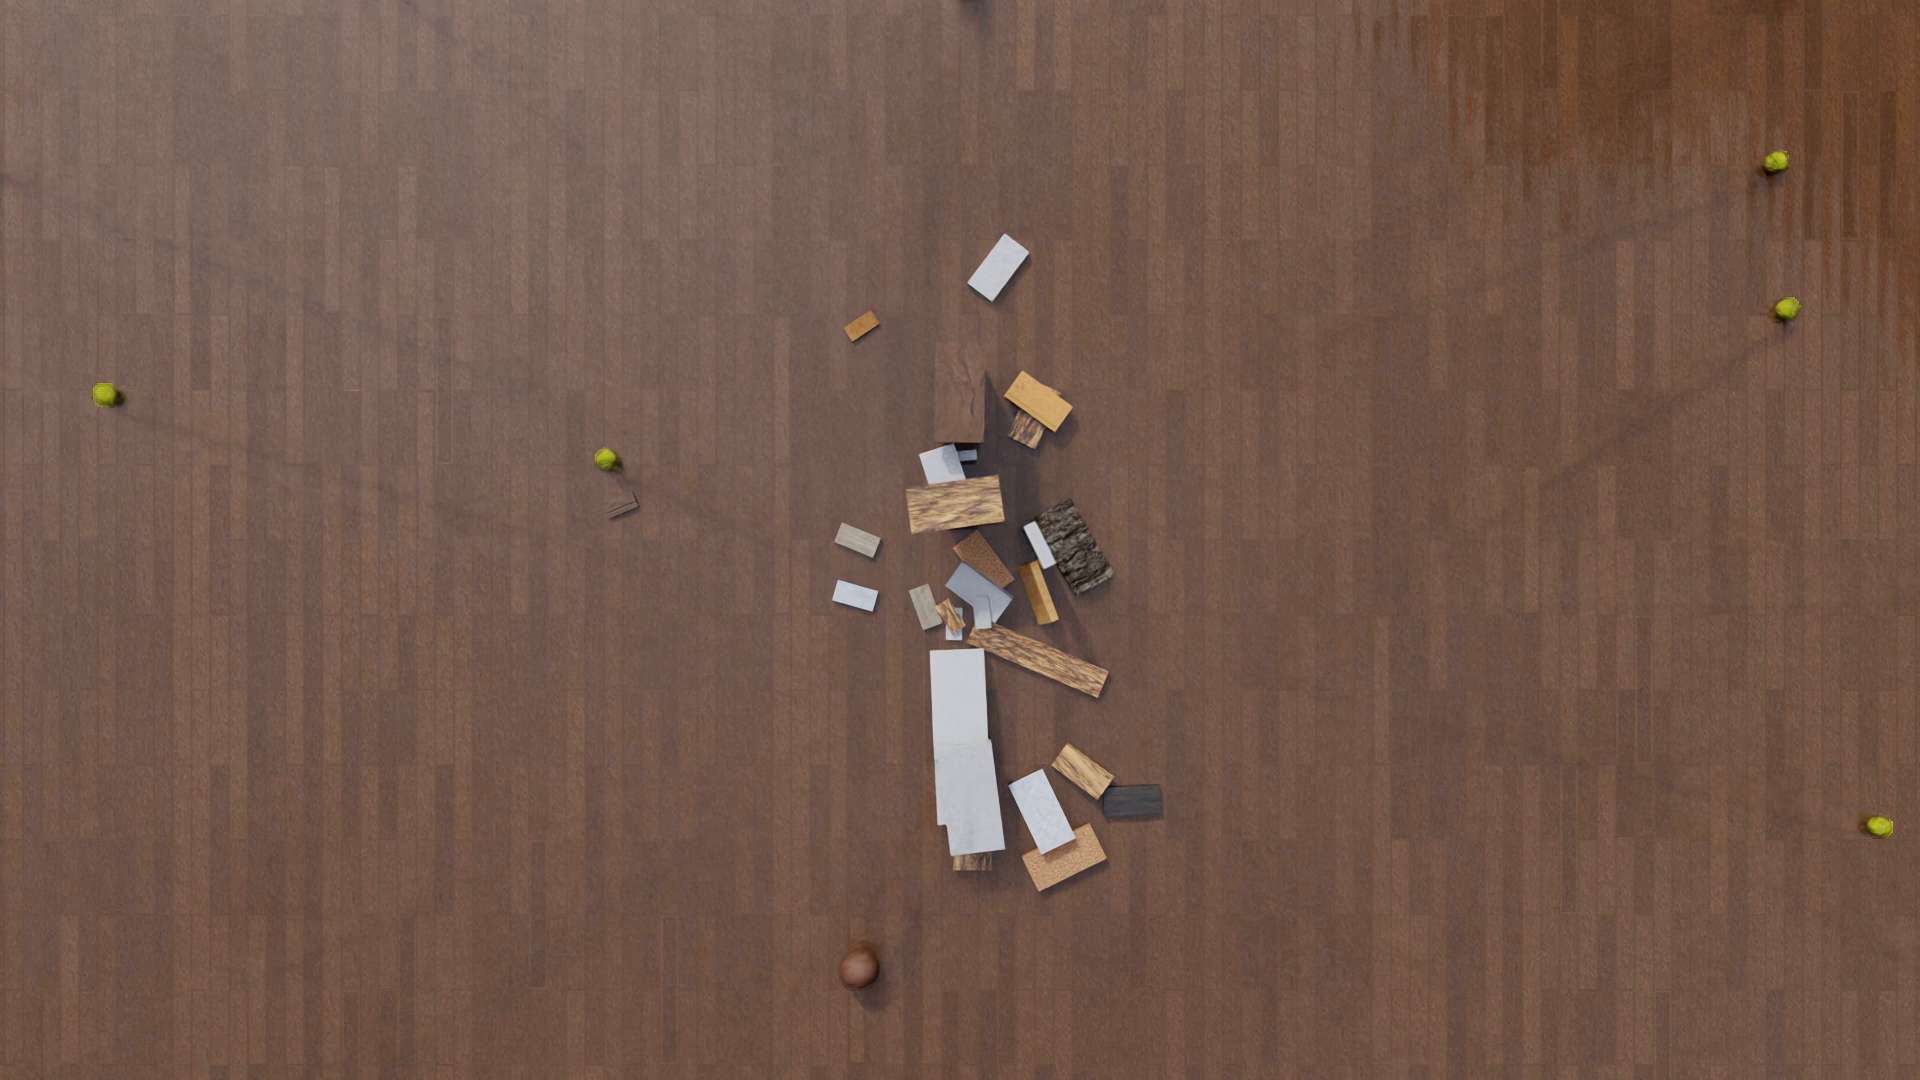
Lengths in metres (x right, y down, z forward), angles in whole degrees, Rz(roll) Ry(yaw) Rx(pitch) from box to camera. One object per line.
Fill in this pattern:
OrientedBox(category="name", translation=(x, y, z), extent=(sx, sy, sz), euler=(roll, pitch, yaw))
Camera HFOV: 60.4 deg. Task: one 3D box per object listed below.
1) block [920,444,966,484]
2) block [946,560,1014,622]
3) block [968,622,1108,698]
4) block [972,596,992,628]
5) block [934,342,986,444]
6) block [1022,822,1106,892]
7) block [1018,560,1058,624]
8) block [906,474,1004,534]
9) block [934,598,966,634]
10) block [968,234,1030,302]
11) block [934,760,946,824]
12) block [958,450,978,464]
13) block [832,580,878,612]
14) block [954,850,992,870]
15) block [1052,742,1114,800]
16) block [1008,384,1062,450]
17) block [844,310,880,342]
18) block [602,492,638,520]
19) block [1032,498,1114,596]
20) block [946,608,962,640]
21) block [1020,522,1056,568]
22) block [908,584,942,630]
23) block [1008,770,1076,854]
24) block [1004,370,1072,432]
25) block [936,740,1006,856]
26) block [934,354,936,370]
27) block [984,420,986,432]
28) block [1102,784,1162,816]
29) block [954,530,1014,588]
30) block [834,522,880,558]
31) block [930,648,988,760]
OrientedBox(category="block", translation=(-0.039, -0.180, 5.251), extent=(0.116, 0.033, 0.232), euler=(-18, 90, 0))
OrientedBox(category="block", translation=(0.065, 0.170, 5.460), extent=(0.206, 0.029, 0.103), euler=(37, 108, 6))
OrientedBox(category="block", translation=(0.258, 0.388, 5.487), extent=(0.472, 0.027, 0.095), euler=(23, 90, 0))
OrientedBox(category="block", translation=(0.073, 0.238, 5.448), extent=(0.054, 0.015, 0.108), euler=(-4, 100, 16))
OrientedBox(category="block", translation=(0.000, -0.460, 5.168), extent=(0.155, 0.044, 0.311), euler=(1, 90, 0))
OrientedBox(category="block", translation=(0.346, 1.054, 5.482), extent=(0.251, 0.036, 0.126), euler=(-26, 90, 0))
OrientedBox(category="block", translation=(0.257, 0.175, 5.447), extent=(0.029, 0.103, 0.206), euler=(-20, 90, -23))
OrientedBox(category="block", translation=(-0.016, -0.112, 5.214), extent=(0.295, 0.042, 0.148), euler=(-8, 90, 0))
OrientedBox(category="block", translation=(-0.032, 0.253, 5.475), extent=(0.054, 0.015, 0.108), euler=(-34, 91, -4))
OrientedBox(category="block", translation=(0.127, -0.904, 5.485), extent=(0.103, 0.029, 0.206), euler=(37, 90, 0))
OrientedBox(category="block", translation=(0.007, 0.756, 5.451), extent=(0.178, 0.050, 0.356), euler=(-3, 82, 0))
OrientedBox(category="block", translation=(-0.005, -0.268, 5.384), extent=(0.116, 0.232, 0.033), euler=(-5, 90, 0))
OrientedBox(category="block", translation=(-0.348, 0.185, 5.490), extent=(0.140, 0.020, 0.070), euler=(16, 90, 0))
OrientedBox(category="block", translation=(0.043, 0.969, 5.482), extent=(0.126, 0.036, 0.251), euler=(1, 90, 0))
OrientedBox(category="block", translation=(0.408, 0.766, 5.473), extent=(0.189, 0.027, 0.094), euler=(36, 90, 9))
OrientedBox(category="block", translation=(0.246, -0.416, 5.485), extent=(0.103, 0.029, 0.206), euler=(25, 90, 0))
OrientedBox(category="block", translation=(-0.327, -0.712, 5.492), extent=(0.109, 0.015, 0.054), euler=(-34, 90, 0))
OrientedBox(category="block", translation=(-1.130, -0.116, 5.492), extent=(0.109, 0.015, 0.054), euler=(-23, 90, 0))
OrientedBox(category="block", translation=(0.374, 0.024, 5.479), extent=(0.148, 0.042, 0.295), euler=(-30, 90, 0))
OrientedBox(category="block", translation=(-0.020, 0.279, 5.492), extent=(0.054, 0.015, 0.108), euler=(0, 90, 0))
OrientedBox(category="block", translation=(0.250, 0.016, 5.338), extent=(0.042, 0.325, 0.148), euler=(-26, 90, 0))
OrientedBox(category="block", translation=(-0.114, 0.222, 5.490), extent=(0.070, 0.020, 0.139), euler=(-20, 90, 0))
OrientedBox(category="block", translation=(0.272, 0.899, 5.463), extent=(0.126, 0.036, 0.251), euler=(-26, 81, 0))
OrientedBox(category="block", translation=(0.259, -0.458, 5.456), extent=(0.206, 0.029, 0.103), euler=(36, 90, 0))
OrientedBox(category="block", translation=(0.036, 0.838, 5.367), extent=(0.178, 0.050, 0.356), euler=(-7, 96, 0))
OrientedBox(category="block", translation=(-0.002, -0.564, 5.345), extent=(0.155, 0.311, 0.044), euler=(0, 90, 0))
OrientedBox(category="block", translation=(0.005, -0.368, 5.345), extent=(0.155, 0.311, 0.044), euler=(9, 90, 0))
OrientedBox(category="block", translation=(0.571, 0.865, 5.487), extent=(0.189, 0.027, 0.095), euler=(-3, 90, 0))
OrientedBox(category="block", translation=(0.078, 0.078, 5.485), extent=(0.103, 0.029, 0.206), euler=(-37, 90, 0))
OrientedBox(category="block", translation=(-0.341, 0.000, 5.490), extent=(0.140, 0.020, 0.070), euler=(22, 90, 0))
OrientedBox(category="block", translation=(-0.003, 0.540, 5.430), extent=(0.178, 0.050, 0.356), euler=(-3, 81, 0))
